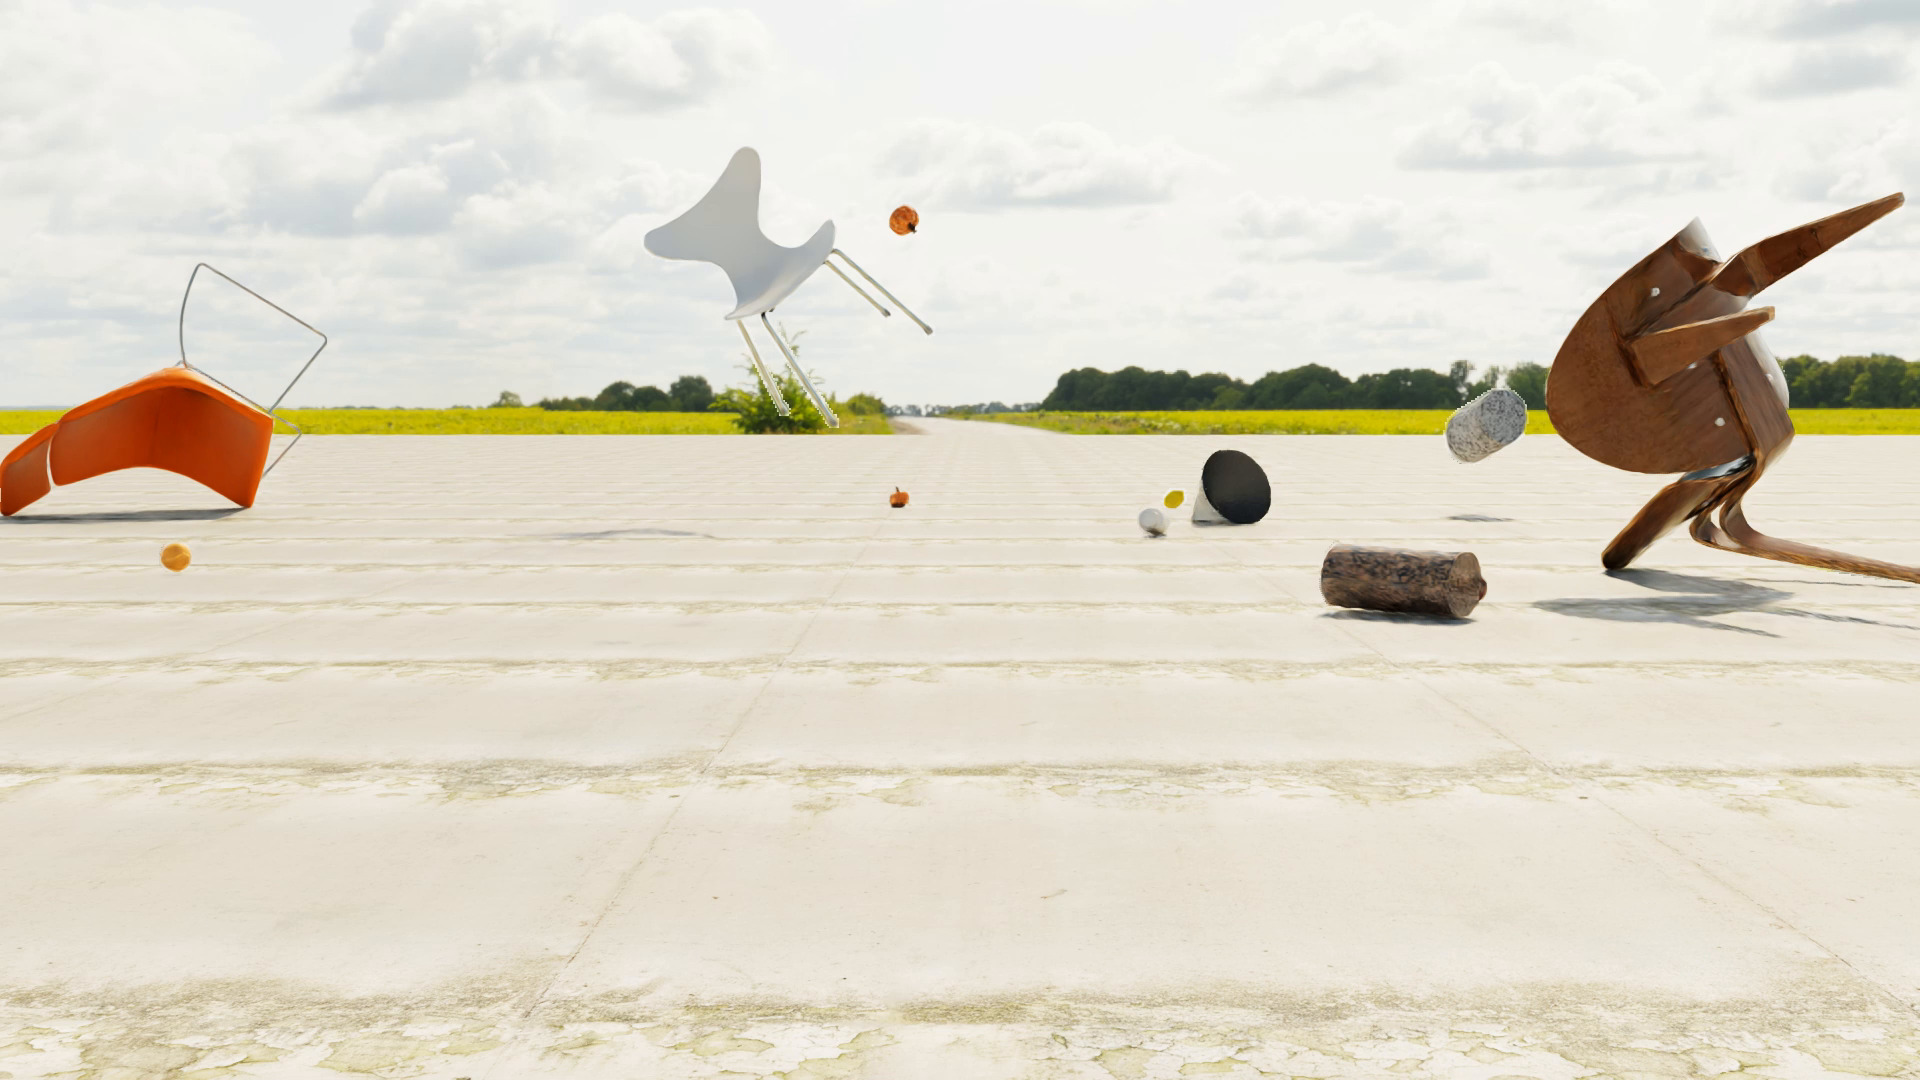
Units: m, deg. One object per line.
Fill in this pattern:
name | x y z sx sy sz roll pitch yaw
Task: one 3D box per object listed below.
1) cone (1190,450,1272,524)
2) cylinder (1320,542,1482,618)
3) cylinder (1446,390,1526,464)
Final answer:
cone | 0.858 -0.124 7.447 0.273 0.271 0.297 -41 1 -34
cylinder | 0.878 0.079 4.381 0.279 0.129 0.145 5 18 40
cylinder | 1.897 -0.409 7.934 0.185 0.211 0.232 31 -23 -8
